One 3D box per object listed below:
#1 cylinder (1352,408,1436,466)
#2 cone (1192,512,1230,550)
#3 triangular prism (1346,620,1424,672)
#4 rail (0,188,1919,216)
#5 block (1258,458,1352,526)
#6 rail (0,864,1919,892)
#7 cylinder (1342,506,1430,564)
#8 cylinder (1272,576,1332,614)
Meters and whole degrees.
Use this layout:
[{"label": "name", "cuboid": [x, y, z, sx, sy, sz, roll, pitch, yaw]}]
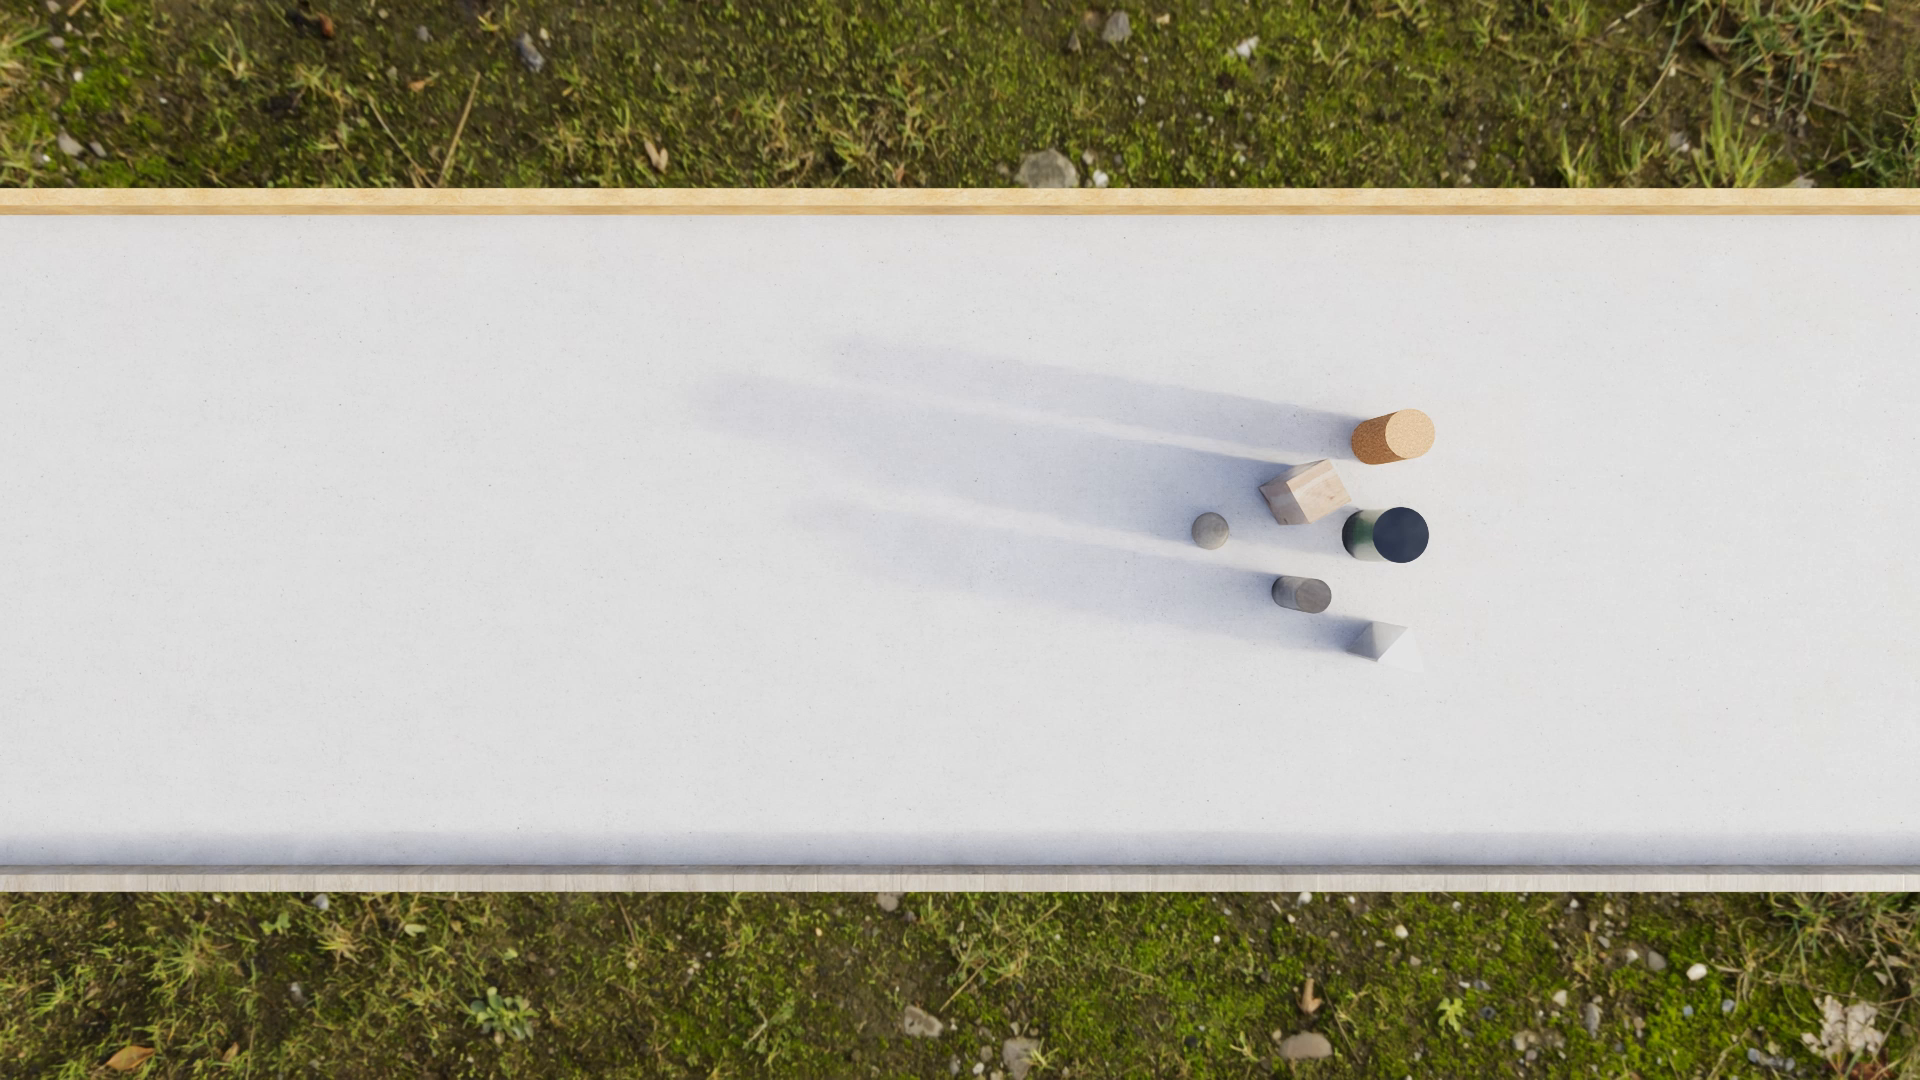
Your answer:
[{"label": "cylinder", "cuboid": [1.274, -0.301, 4.872, 0.142, 0.409, 0.142, 0, 90, 0]}, {"label": "cone", "cuboid": [0.771, -0.028, 4.898, 0.116, 0.356, 0.116, 0, 90, 0]}, {"label": "triangular prism", "cuboid": [1.266, 0.305, 4.882, 0.134, 0.390, 0.116, 14, 90, 0]}, {"label": "rail", "cuboid": [-2.247, -1.025, 5.002, 12.000, 0.150, 0.050, 0, 90, 0]}, {"label": "block", "cuboid": [1.008, -0.137, 4.852, 0.135, 0.450, 0.135, -30, 90, 0]}, {"label": "rail", "cuboid": [-2.247, 1.025, 5.001, 12.000, 0.150, 0.050, 0, 90, 0]}, {"label": "cylinder", "cuboid": [1.255, -0.014, 4.886, 0.161, 0.381, 0.161, 0, 90, 0]}, {"label": "cylinder", "cuboid": [1.008, 0.160, 4.886, 0.100, 0.381, 0.100, 0, 90, 0]}]
